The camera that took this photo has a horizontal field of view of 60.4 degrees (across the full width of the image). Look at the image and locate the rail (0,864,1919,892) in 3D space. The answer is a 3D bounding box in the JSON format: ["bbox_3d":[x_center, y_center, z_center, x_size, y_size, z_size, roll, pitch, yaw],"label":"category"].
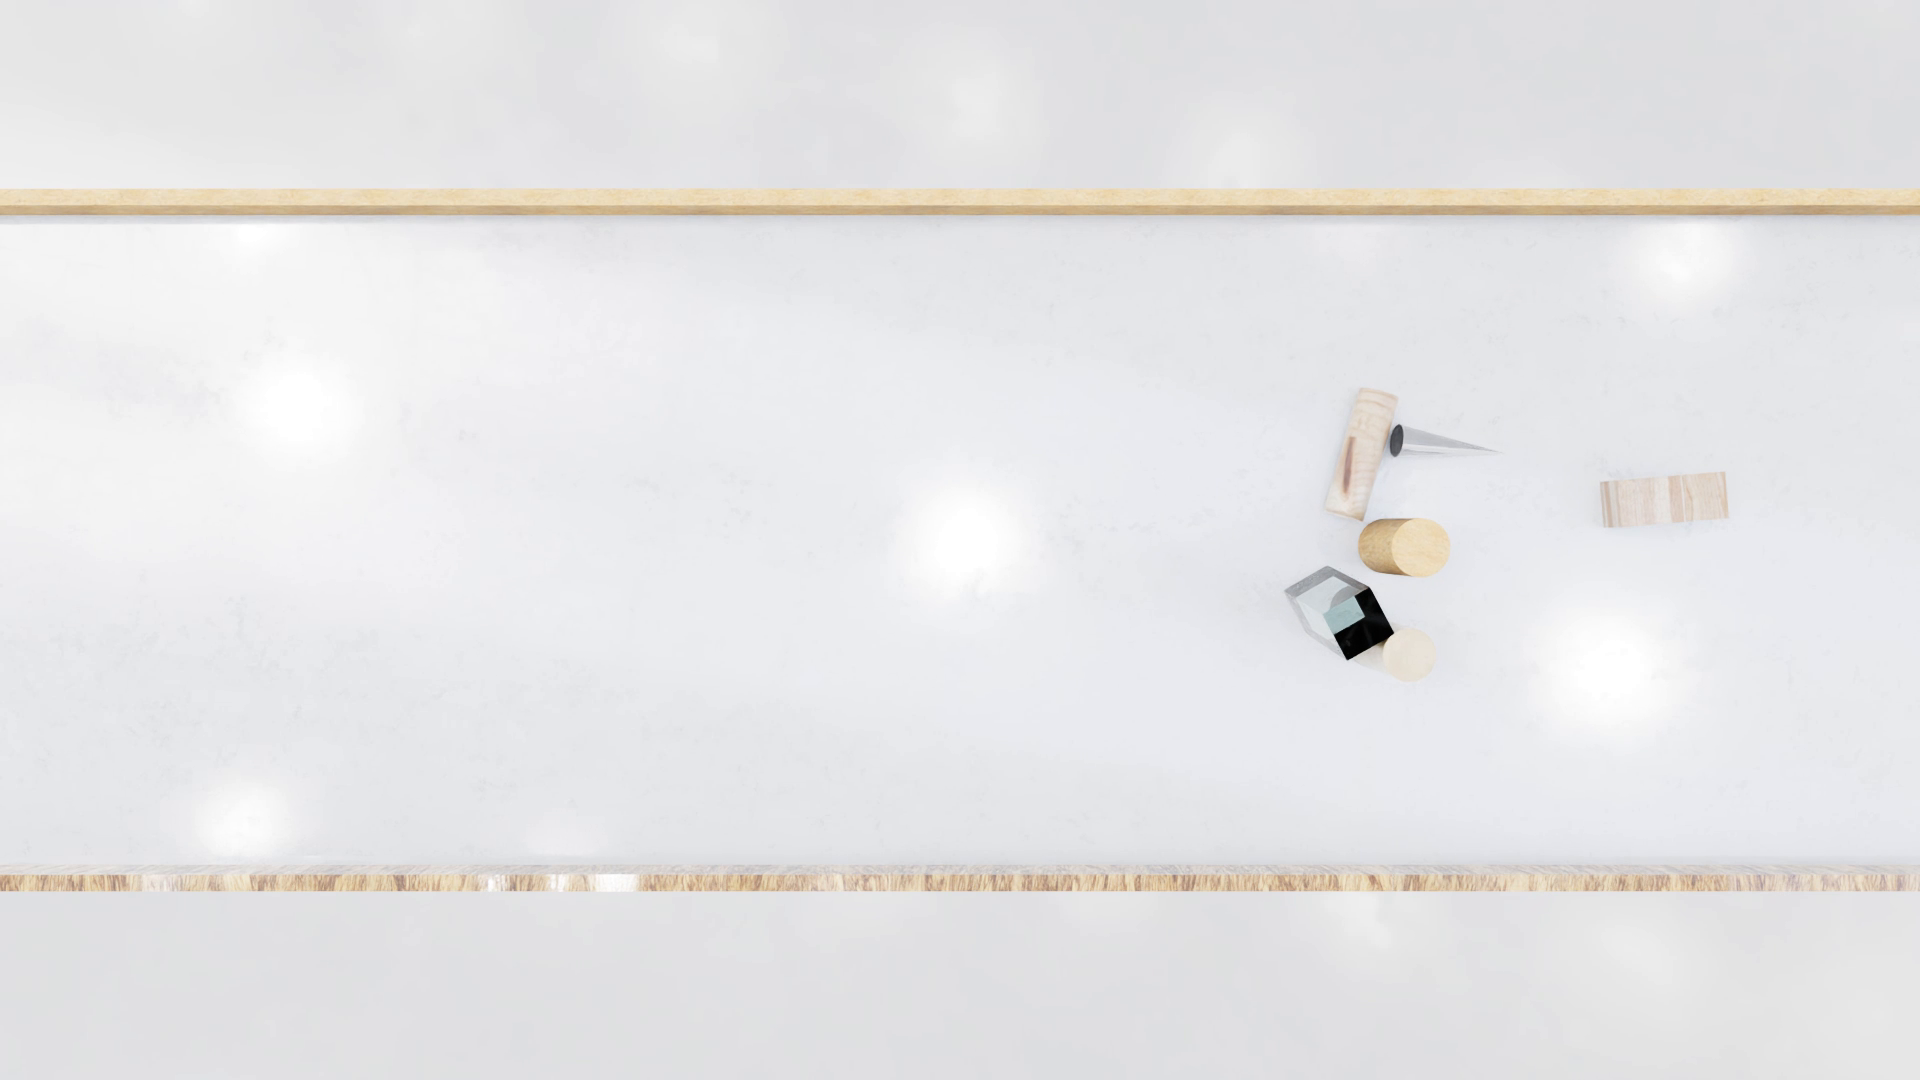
[{"bbox_3d":[-2.247,1.025,5.001,12.000,0.150,0.050,0,90,0],"label":"rail"}]

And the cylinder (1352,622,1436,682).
[{"bbox_3d":[1.272,0.321,4.881,0.155,0.384,0.155,0,92,-2],"label":"cylinder"}]

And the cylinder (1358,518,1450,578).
[{"bbox_3d":[1.313,0.020,4.892,0.170,0.365,0.170,0,91,-1],"label":"cylinder"}]

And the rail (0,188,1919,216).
[{"bbox_3d":[-2.247,-1.025,5.002,12.000,0.150,0.050,0,90,0],"label":"rail"}]

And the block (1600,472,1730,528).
[{"bbox_3d":[2.135,-0.122,5.006,0.323,0.142,0.142,-5,90,0],"label":"block"}]

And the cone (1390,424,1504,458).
[{"bbox_3d":[1.509,-0.284,5.051,0.362,0.102,0.102,6,90,-8],"label":"cone"}]

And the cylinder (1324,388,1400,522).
[{"bbox_3d":[1.221,-0.258,5.016,0.122,0.122,0.391,16,90,0],"label":"cylinder"}]

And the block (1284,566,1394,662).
[{"bbox_3d":[1.112,0.210,4.865,0.156,0.404,0.156,-30,99,0],"label":"block"}]
